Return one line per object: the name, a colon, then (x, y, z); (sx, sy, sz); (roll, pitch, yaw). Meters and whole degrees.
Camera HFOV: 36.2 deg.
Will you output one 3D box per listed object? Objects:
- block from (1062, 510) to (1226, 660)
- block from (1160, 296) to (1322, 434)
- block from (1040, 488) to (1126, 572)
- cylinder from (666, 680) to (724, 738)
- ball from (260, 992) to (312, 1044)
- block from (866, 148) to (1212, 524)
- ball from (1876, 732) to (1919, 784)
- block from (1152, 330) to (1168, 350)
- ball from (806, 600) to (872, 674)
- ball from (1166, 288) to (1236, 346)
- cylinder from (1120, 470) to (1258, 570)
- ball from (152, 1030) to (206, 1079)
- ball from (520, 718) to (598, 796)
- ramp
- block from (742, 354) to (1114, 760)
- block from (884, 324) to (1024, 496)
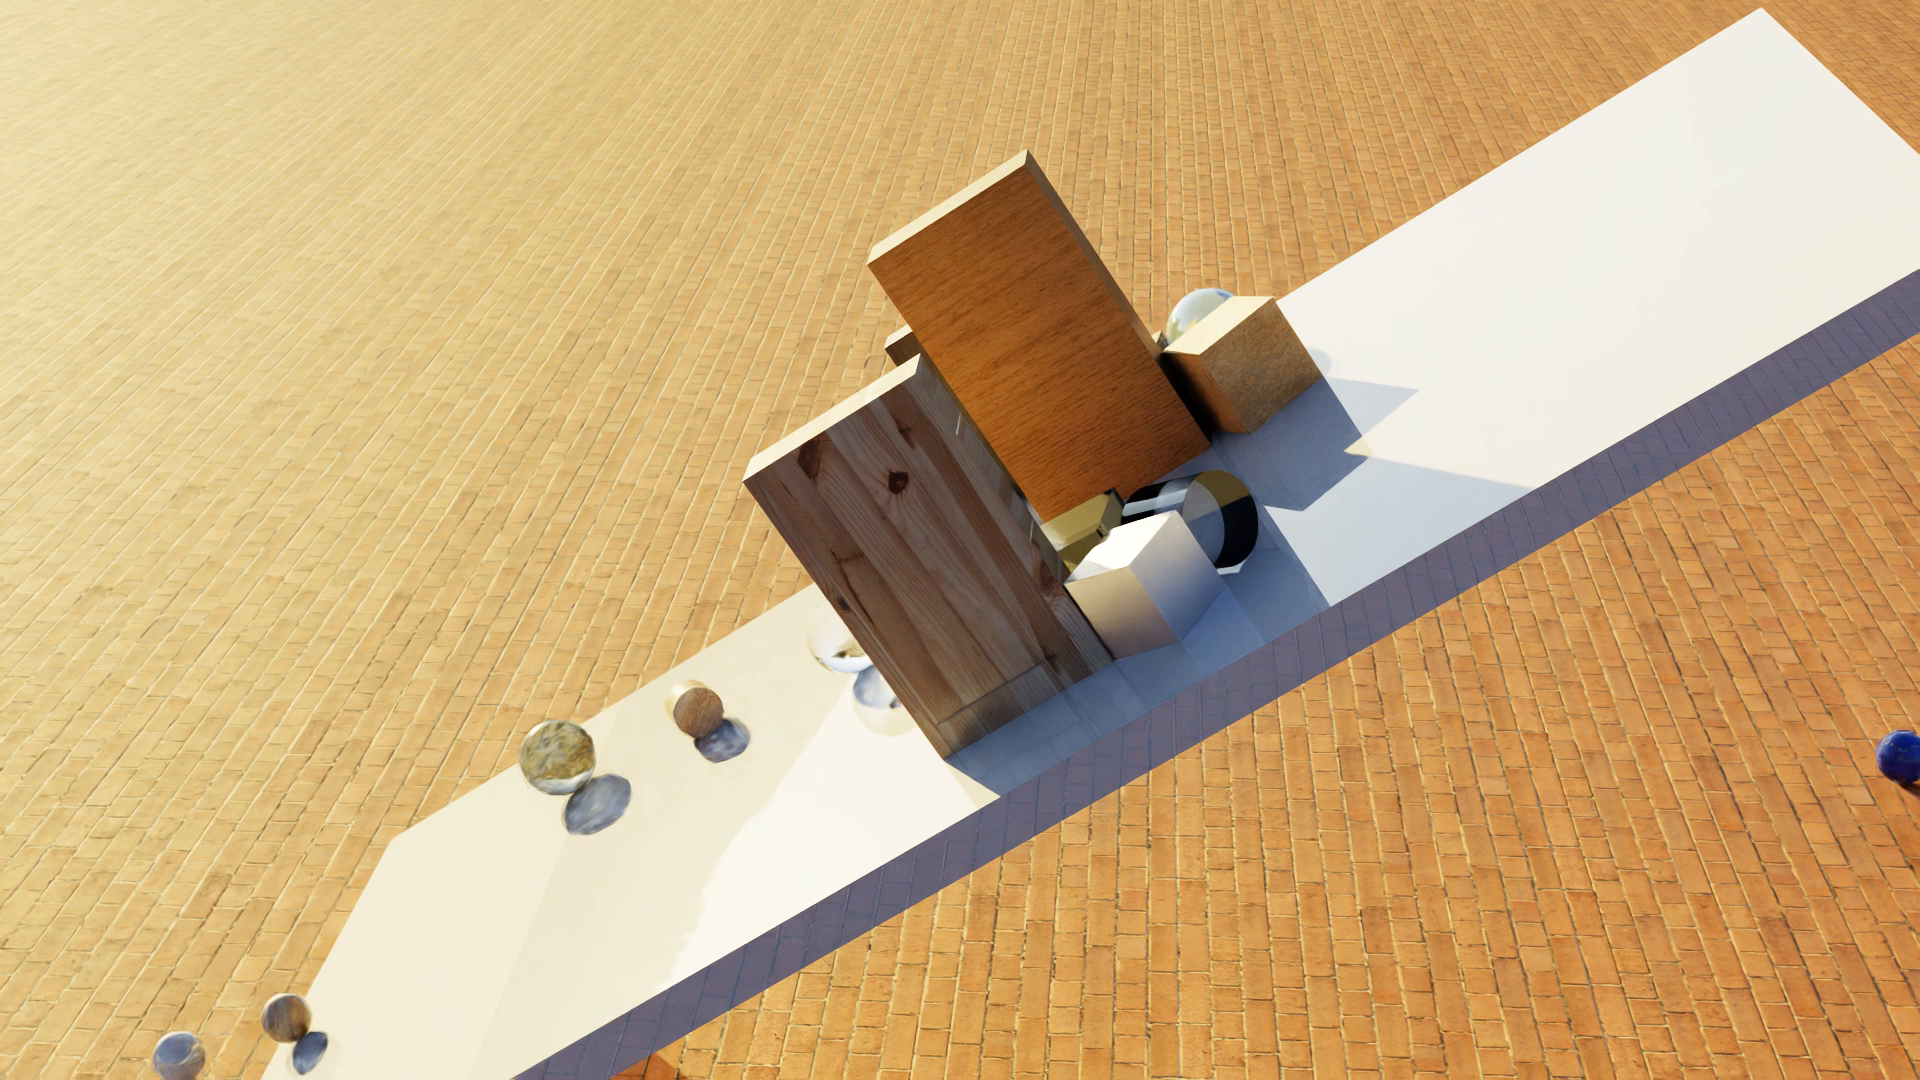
block: (0.349, 0.086, 5.565); (0.182, 0.182, 0.182); (-18, 22, 47)
block: (0.610, -0.381, 6.381); (0.210, 0.210, 0.210); (-38, 15, -12)
block: (0.258, 0.061, 5.800); (0.201, 0.201, 0.201); (-28, 17, 24)
cylinder: (-0.614, 0.390, 6.810); (0.117, 0.117, 0.117); (-5, 7, -14)
ball: (-1.522, 1.081, 6.649); (0.114, 0.114, 0.114); (0, 20, 0)
block: (0.178, -0.421, 6.394); (0.403, 0.743, 0.147); (-31, 16, 14)
ball: (2.631, 0.608, 8.204); (0.147, 0.147, 0.147); (0, 20, 0)
block: (0.430, -0.354, 6.782); (0.159, 0.159, 0.159); (-28, 16, 23)
ball: (-0.251, 0.208, 6.480); (0.177, 0.177, 0.177); (0, 20, 0)
ball: (0.575, -0.476, 6.754); (0.206, 0.206, 0.206); (0, 20, 0)
cylinder: (0.444, -0.028, 5.696); (0.190, 0.190, 0.190); (-16, 1, -36)
ball: (-1.781, 1.180, 6.712); (0.119, 0.119, 0.119); (0, 20, 0)
ball: (-0.960, 0.520, 7.028); (0.185, 0.185, 0.185); (0, 20, 0)
ramp: (0.139, 0.171, 6.297); (4.000, 0.100, 2.000); (-31, 16, 14)
block: (-0.054, 0.038, 5.615); (0.391, 0.679, 0.131); (-31, 16, 14)
block: (0.122, -0.371, 6.881); (0.393, 0.475, 0.093); (-31, 16, 14)
